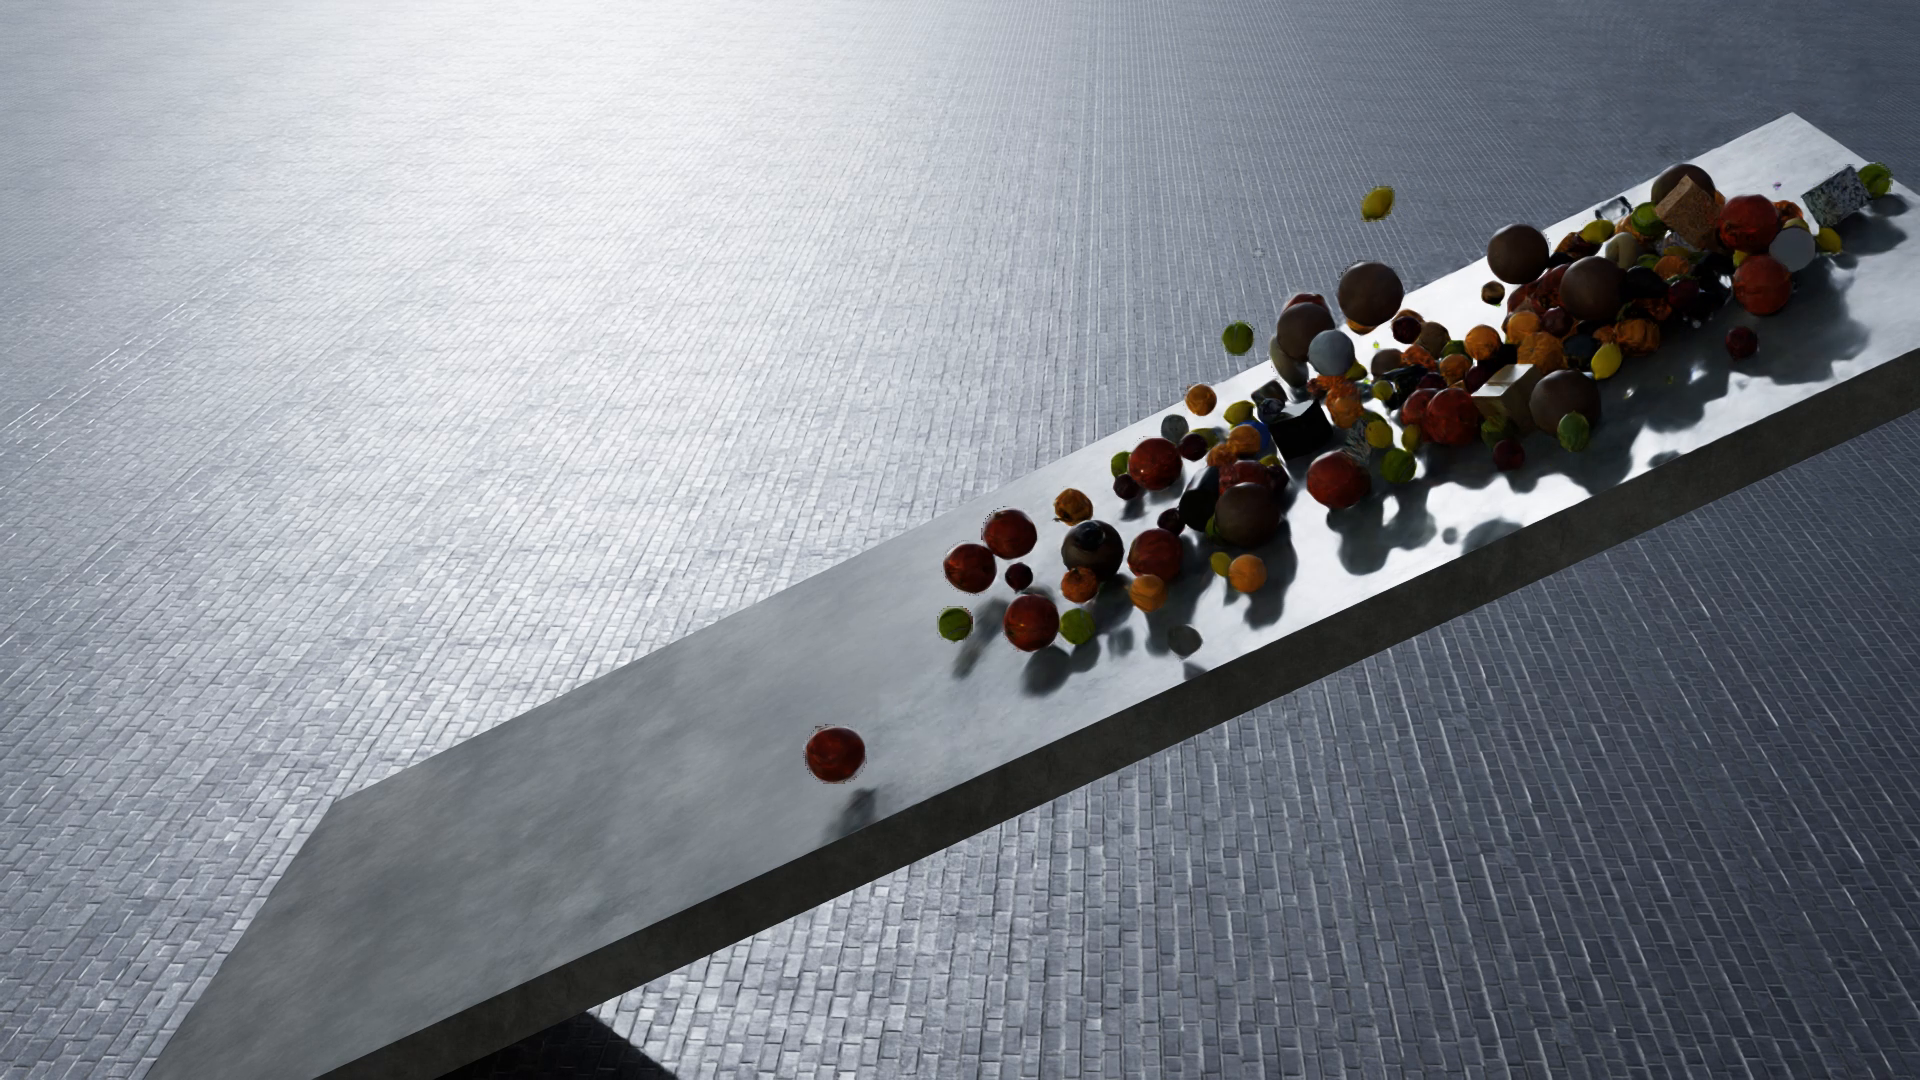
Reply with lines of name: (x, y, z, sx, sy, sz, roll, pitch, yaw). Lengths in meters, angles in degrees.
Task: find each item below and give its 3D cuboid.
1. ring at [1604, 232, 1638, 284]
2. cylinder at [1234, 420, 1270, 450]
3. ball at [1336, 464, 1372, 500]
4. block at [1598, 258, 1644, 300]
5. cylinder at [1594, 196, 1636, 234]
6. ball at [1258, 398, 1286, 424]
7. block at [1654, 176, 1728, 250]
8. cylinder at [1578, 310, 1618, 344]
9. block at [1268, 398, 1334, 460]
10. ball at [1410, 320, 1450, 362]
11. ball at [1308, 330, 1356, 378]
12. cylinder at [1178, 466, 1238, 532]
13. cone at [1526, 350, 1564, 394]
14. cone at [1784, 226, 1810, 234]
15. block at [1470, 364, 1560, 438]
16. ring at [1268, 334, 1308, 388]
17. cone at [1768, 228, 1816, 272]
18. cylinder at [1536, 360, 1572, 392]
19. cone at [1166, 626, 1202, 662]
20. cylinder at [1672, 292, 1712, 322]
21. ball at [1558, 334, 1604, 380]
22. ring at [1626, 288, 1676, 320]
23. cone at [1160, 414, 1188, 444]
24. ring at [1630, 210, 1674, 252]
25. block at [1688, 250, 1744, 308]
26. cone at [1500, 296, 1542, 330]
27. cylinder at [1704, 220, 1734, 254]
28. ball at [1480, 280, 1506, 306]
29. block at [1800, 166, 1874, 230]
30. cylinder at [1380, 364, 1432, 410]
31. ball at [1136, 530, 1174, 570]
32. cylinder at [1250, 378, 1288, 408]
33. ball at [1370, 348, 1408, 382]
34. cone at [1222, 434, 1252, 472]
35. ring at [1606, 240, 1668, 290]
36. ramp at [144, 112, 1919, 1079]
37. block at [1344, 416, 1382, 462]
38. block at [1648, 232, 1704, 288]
ring: (1.323, -0.564, 5.885, 0.035, 0.105, 0.105, 8, 15, -12)
cylinder: (0.639, -0.230, 6.438, 0.060, 0.060, 0.060, -8, 2, -24)
ball: (0.768, -0.113, 5.736, 0.071, 0.071, 0.071, 0, 17, 0)
block: (1.394, -0.563, 6.131, 0.080, 0.080, 0.080, -39, 12, 9)
cylinder: (1.482, -0.735, 6.656, 0.066, 0.066, 0.066, -29, 20, -3)
ball: (0.692, -0.283, 6.523, 0.065, 0.065, 0.065, 0, 17, 0)
block: (1.425, -0.640, 5.739, 0.092, 0.092, 0.092, 40, 15, -8)
cylinder: (1.281, -0.423, 5.910, 0.057, 0.057, 0.057, -30, 26, -15)
block: (0.723, -0.234, 6.237, 0.086, 0.086, 0.086, -17, 17, 38)
ball: (1.019, -0.431, 6.371, 0.087, 0.087, 0.087, 0, 17, 0)
ball: (0.753, -0.378, 5.958, 0.096, 0.096, 0.096, 0, 17, 0)
cylinder: (0.509, -0.084, 6.045, 0.099, 0.099, 0.099, 6, 32, 19)
cone: (1.134, -0.332, 5.780, 0.093, 0.093, 0.093, -25, 12, 6)
cone: (1.637, -0.595, 5.818, 0.072, 0.072, 0.072, -1, 17, -4)
block: (1.065, -0.266, 5.638, 0.099, 0.099, 0.099, -41, 17, -15)
ring: (0.752, -0.411, 6.727, 0.045, 0.136, 0.136, -27, 6, 24)
cone: (1.622, -0.548, 5.713, 0.089, 0.089, 0.089, 8, -11, 25)
cylinder: (1.152, -0.317, 5.724, 0.054, 0.054, 0.054, -20, 22, -15)
cone: (0.405, 0.201, 5.331, 0.065, 0.065, 0.065, -1, 51, 1)
cylinder: (1.428, -0.454, 5.736, 0.054, 0.054, 0.054, -2, 11, 43)
ball: (1.196, -0.353, 5.664, 0.088, 0.088, 0.088, 0, 17, 0)
ring: (1.396, -0.478, 5.945, 0.104, 0.035, 0.104, -26, 13, 7)
cone: (0.514, -0.257, 6.836, 0.071, 0.071, 0.071, 9, 3, 28)
ring: (1.471, -0.640, 6.178, 0.130, 0.130, 0.043, 1, 40, 2)
block: (1.480, -0.511, 5.760, 0.072, 0.072, 0.072, 24, 37, 20)
cone: (1.111, -0.439, 5.861, 0.074, 0.074, 0.074, -23, 13, 12)
cylinder: (1.574, -0.628, 6.098, 0.058, 0.058, 0.058, 3, 20, 11)
ball: (1.081, -0.502, 5.968, 0.051, 0.051, 0.051, 0, 17, 0)
block: (1.748, -0.682, 5.865, 0.083, 0.083, 0.083, -31, -2, -15)
cylinder: (0.914, -0.314, 6.029, 0.078, 0.078, 0.078, -18, 21, -12)
ball: (0.394, 0.020, 5.951, 0.078, 0.078, 0.078, 0, 17, 0)
cylinder: (0.699, -0.323, 6.651, 0.062, 0.062, 0.062, -34, 22, -5)
ball: (0.913, -0.370, 6.253, 0.081, 0.081, 0.081, 0, 17, 0)
cone: (0.586, -0.197, 6.388, 0.075, 0.075, 0.075, -26, 14, 7)
ring: (1.380, -0.563, 6.001, 0.149, 0.050, 0.149, 41, 4, -3)
ramp: (0.139, 0.168, 6.281, 4.000, 0.100, 2.000, -25, 14, 10)
block: (0.807, -0.202, 5.895, 0.054, 0.054, 0.054, 22, 52, 14)
block: (1.464, -0.578, 6.023, 0.077, 0.077, 0.077, -27, -14, -5)
